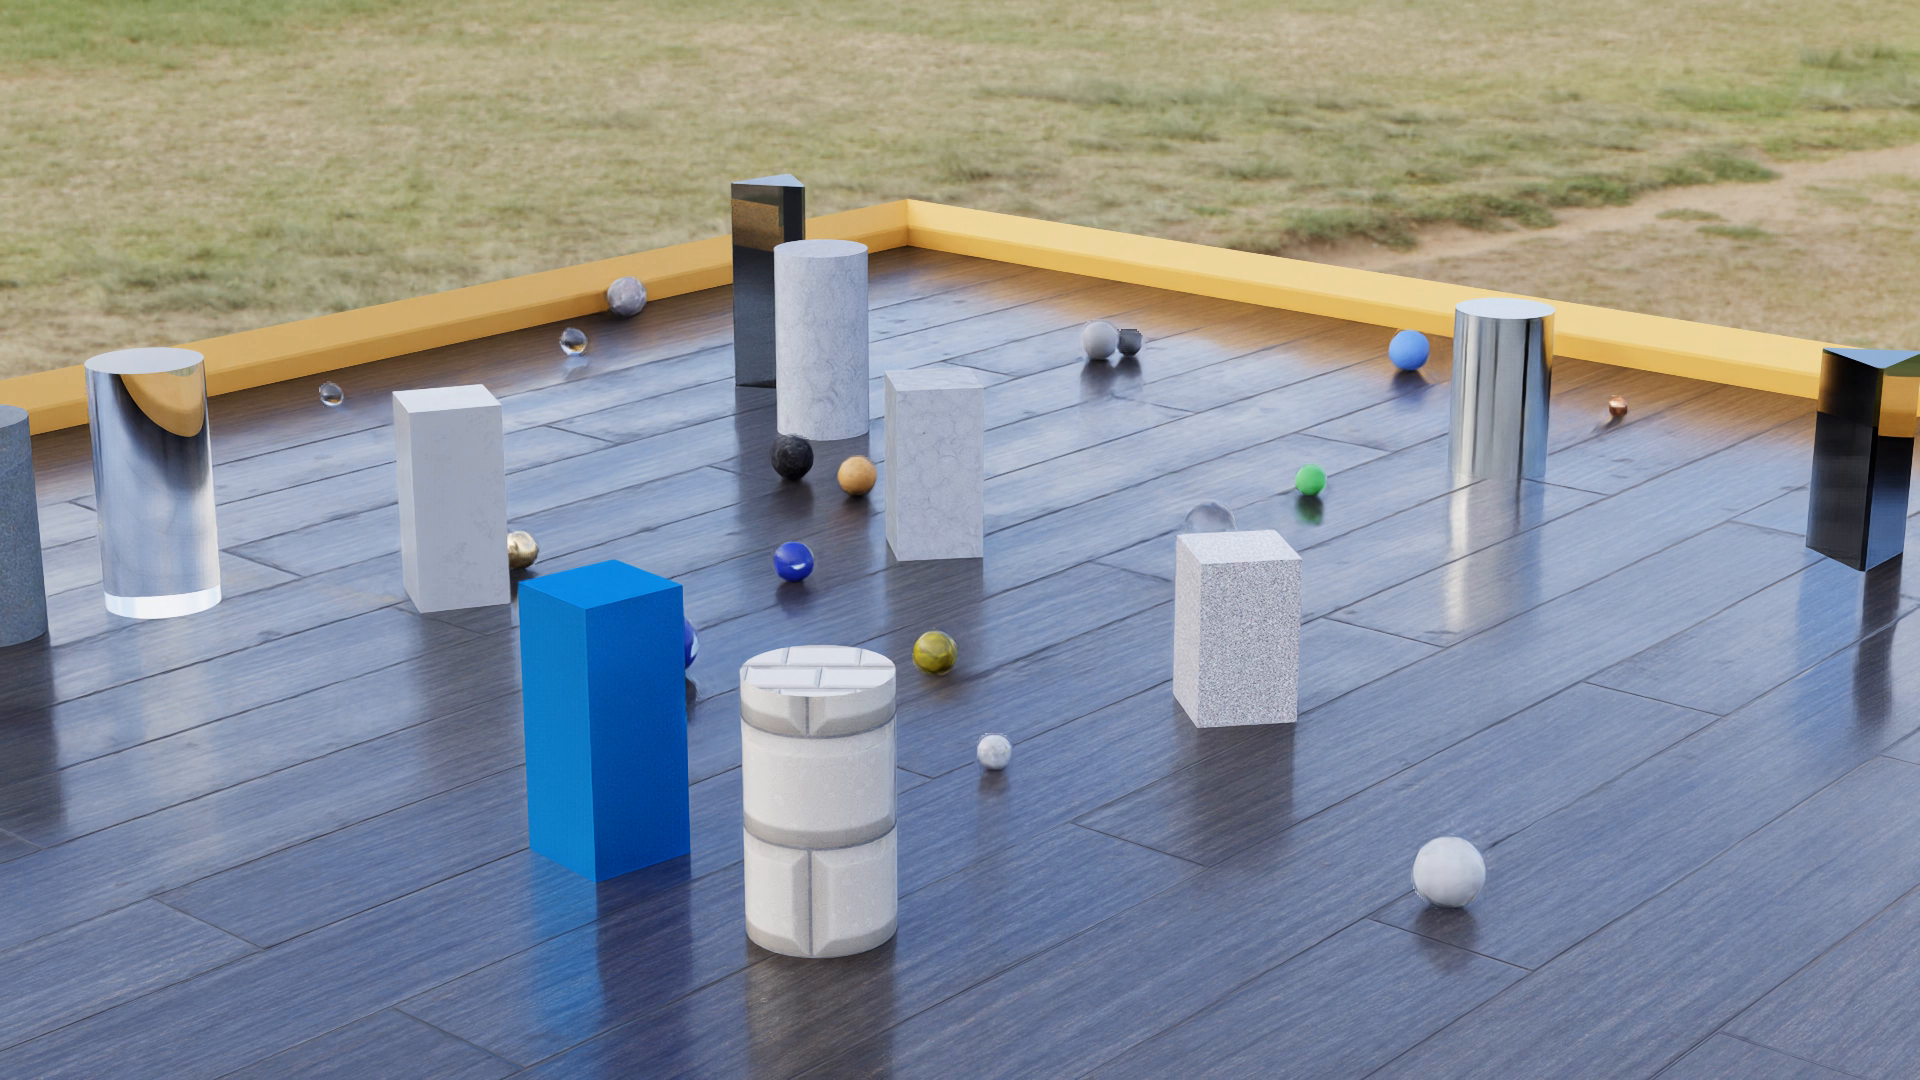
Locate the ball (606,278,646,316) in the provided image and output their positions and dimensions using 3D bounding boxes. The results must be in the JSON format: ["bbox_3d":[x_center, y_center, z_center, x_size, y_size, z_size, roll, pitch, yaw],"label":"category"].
[{"bbox_3d":[-0.829,-0.603,7.282,0.098,0.098,0.098,0,17,0],"label":"ball"}]

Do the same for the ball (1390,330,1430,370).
[{"bbox_3d":[1.033,-0.436,6.735,0.094,0.094,0.094,0,17,0],"label":"ball"}]

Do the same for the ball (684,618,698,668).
[{"bbox_3d":[-0.470,0.168,4.724,0.098,0.098,0.098,0,17,0],"label":"ball"}]

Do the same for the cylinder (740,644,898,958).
[{"bbox_3d":[-0.179,0.332,3.744,0.197,0.350,0.197,0,17,0],"label":"cylinder"}]

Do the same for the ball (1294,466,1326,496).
[{"bbox_3d":[0.685,-0.116,5.733,0.060,0.060,0.060,0,17,0],"label":"ball"}]

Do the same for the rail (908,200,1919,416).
[{"bbox_3d":[1.496,-0.465,6.769,4.393,0.128,0.045,14,22,39],"label":"rail"}]

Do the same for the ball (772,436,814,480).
[{"bbox_3d":[-0.334,-0.164,5.848,0.086,0.086,0.086,0,17,0],"label":"ball"}]

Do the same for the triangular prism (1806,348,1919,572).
[{"bbox_3d":[1.619,-0.155,5.316,0.148,0.374,0.170,14,22,38],"label":"triangular prism"}]

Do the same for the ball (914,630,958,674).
[{"bbox_3d":[-0.040,0.181,4.726,0.072,0.072,0.072,0,17,0],"label":"ball"}]

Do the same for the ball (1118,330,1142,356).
[{"bbox_3d":[0.397,-0.462,6.878,0.060,0.060,0.060,0,17,0],"label":"ball"}]

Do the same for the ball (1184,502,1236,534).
[{"bbox_3d":[0.457,-0.021,5.354,0.097,0.097,0.097,0,17,0],"label":"ball"}]

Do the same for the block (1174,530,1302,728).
[{"bbox_3d":[0.428,0.136,4.544,0.157,0.263,0.157,-3,17,-9],"label":"block"}]

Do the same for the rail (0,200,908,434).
[{"bbox_3d":[-1.641,-0.379,6.484,0.045,0.128,4.610,14,22,39],"label":"rail"}]

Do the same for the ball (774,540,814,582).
[{"bbox_3d":[-0.295,0.037,5.202,0.073,0.073,0.073,0,17,0],"label":"ball"}]

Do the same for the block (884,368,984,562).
[{"bbox_3d":[-0.048,-0.140,5.365,0.157,0.318,0.157,-3,17,-9],"label":"block"}]

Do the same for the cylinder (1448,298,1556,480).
[{"bbox_3d":[1.087,-0.305,5.895,0.197,0.328,0.197,0,17,0],"label":"cylinder"}]

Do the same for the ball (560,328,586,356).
[{"bbox_3d":[-0.908,-0.465,6.884,0.063,0.063,0.063,0,17,0],"label":"ball"}]

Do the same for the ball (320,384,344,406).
[{"bbox_3d":[-1.375,-0.317,6.416,0.049,0.049,0.049,0,17,0],"label":"ball"}]

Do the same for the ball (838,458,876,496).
[{"bbox_3d":[-0.201,-0.124,5.731,0.076,0.076,0.076,0,17,0],"label":"ball"}]

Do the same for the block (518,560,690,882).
[{"bbox_3d":[-0.481,0.243,3.978,0.157,0.385,0.157,-14,22,-40],"label":"block"}]

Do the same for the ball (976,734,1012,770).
[{"bbox_3d":[0.051,0.313,4.322,0.052,0.052,0.052,0,17,0],"label":"ball"}]

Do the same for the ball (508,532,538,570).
[{"bbox_3d":[-0.792,0.019,5.270,0.069,0.069,0.069,0,17,0],"label":"ball"}]

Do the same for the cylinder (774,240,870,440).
[{"bbox_3d":[-0.291,-0.423,6.182,0.197,0.389,0.197,0,17,0],"label":"cylinder"}]

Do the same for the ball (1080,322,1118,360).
[{"bbox_3d":[0.326,-0.465,6.842,0.088,0.088,0.088,0,17,0],"label":"ball"}]

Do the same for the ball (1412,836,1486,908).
[{"bbox_3d":[0.641,0.436,3.843,0.094,0.094,0.094,0,17,0],"label":"ball"}]

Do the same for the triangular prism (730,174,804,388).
[{"bbox_3d":[-0.405,-0.582,6.586,0.170,0.460,0.148,5,17,15],"label":"triangular prism"}]

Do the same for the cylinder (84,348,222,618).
[{"bbox_3d":[-1.385,-0.100,5.039,0.197,0.429,0.197,0,17,0],"label":"cylinder"}]

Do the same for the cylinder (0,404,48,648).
[{"bbox_3d":[-1.639,-0.024,4.889,0.197,0.370,0.197,0,17,0],"label":"cylinder"}]

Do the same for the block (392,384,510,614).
[{"bbox_3d":[-0.881,-0.073,5.080,0.157,0.355,0.157,-6,18,-20],"label":"block"}]

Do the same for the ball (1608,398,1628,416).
[{"bbox_3d":[1.421,-0.287,6.331,0.042,0.042,0.042,0,17,0],"label":"ball"}]
